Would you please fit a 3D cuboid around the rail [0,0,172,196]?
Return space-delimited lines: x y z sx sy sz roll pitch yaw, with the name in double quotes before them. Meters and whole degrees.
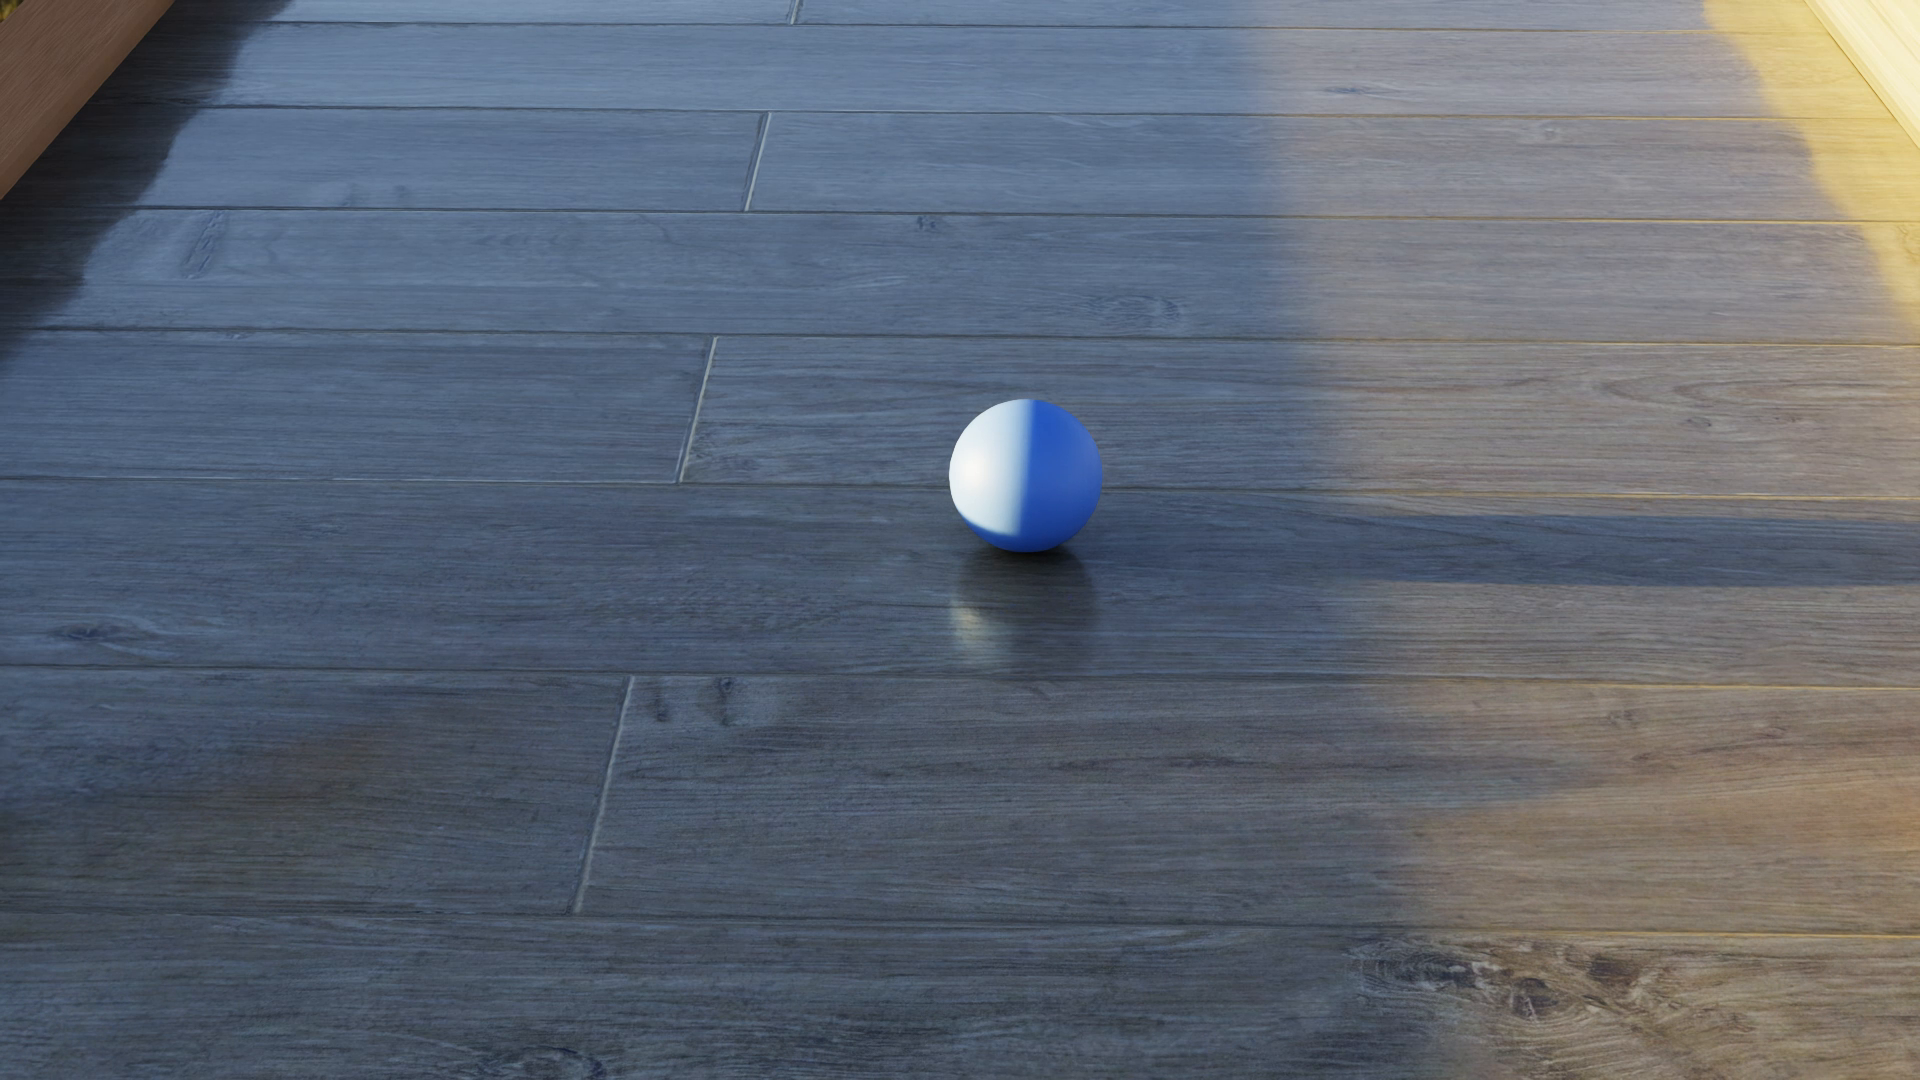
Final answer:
"rail" -0.766 -0.397 2.506 0.045 0.129 3.214 1 27 1

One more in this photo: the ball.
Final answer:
"ball" 0.042 -0.040 1.855 0.097 0.097 0.097 0 27 0

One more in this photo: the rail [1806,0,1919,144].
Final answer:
"rail" 0.804 -0.380 2.473 0.045 0.129 3.214 1 27 1
